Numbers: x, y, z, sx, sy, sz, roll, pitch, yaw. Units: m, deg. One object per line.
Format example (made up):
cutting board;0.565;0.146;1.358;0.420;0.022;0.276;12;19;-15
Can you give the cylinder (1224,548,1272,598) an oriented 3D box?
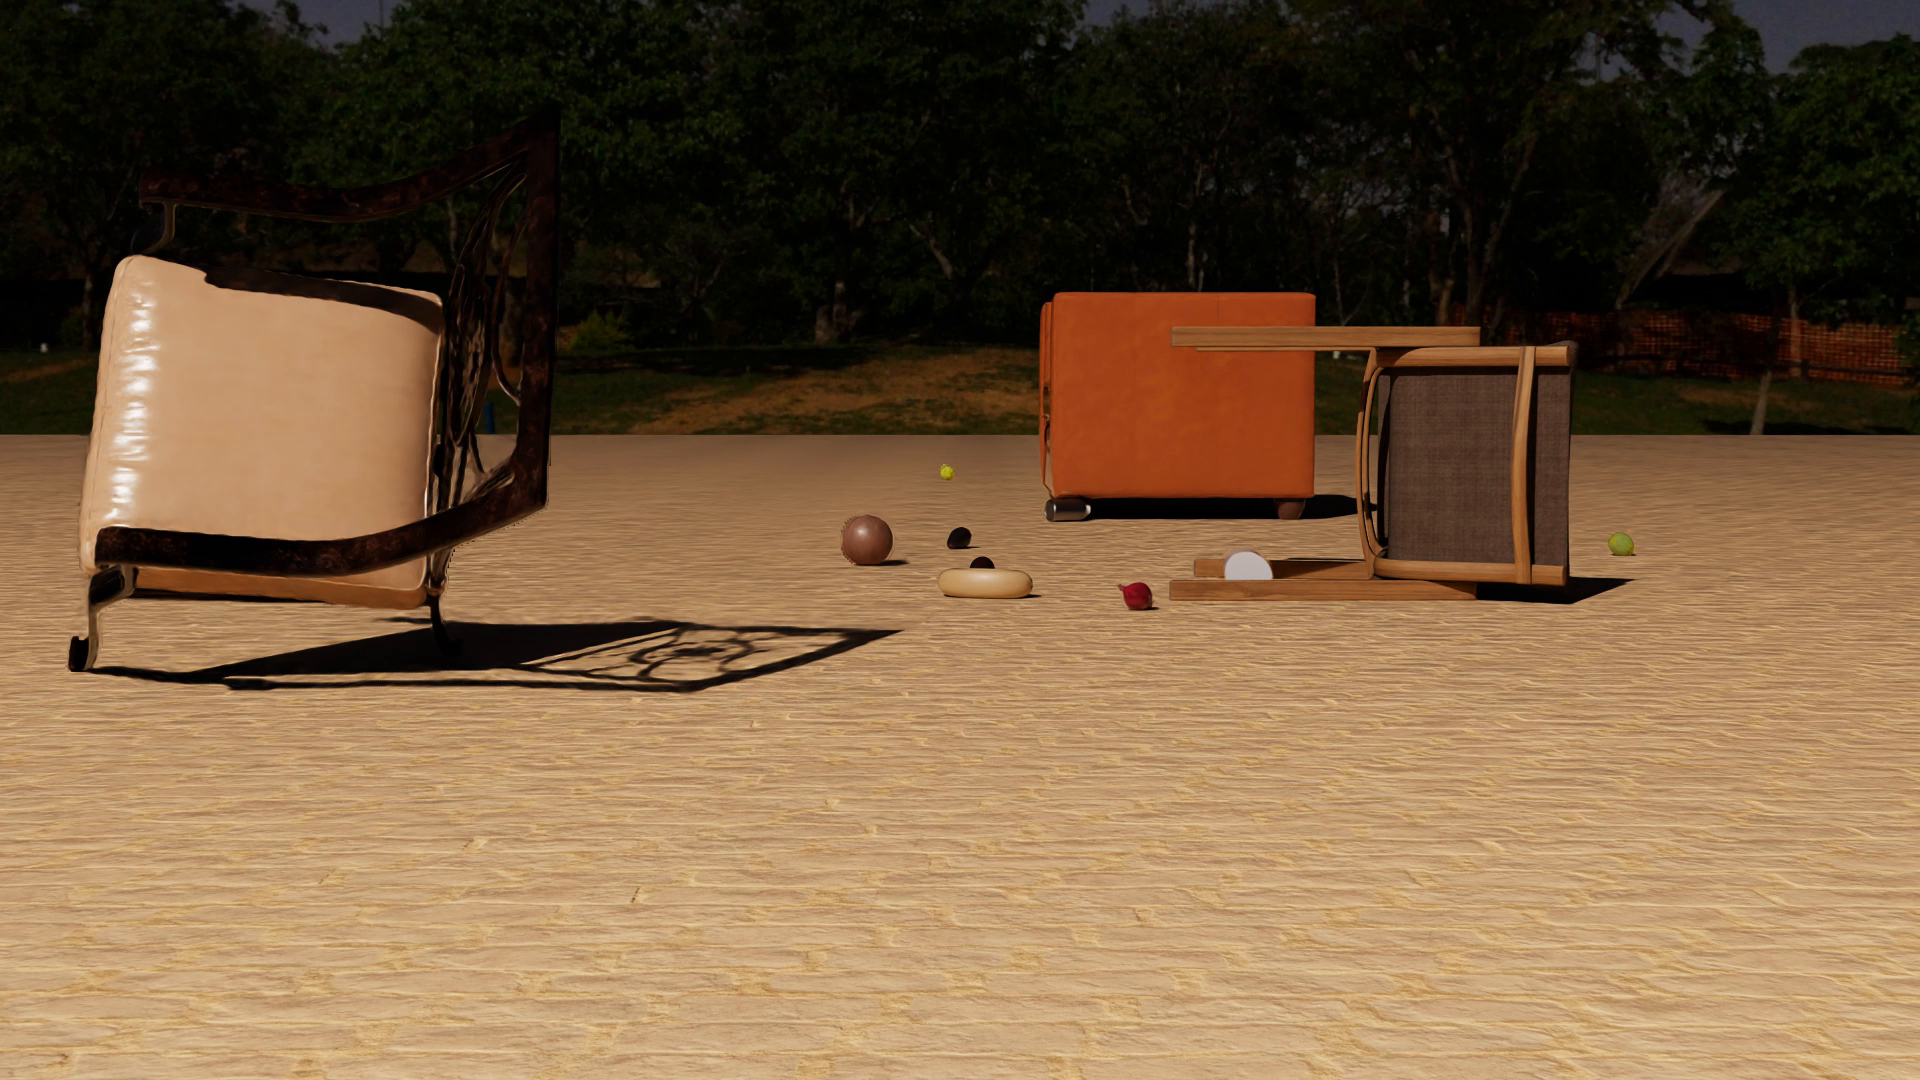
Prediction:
cylinder;0.626;0.071;4.788;0.107;0.093;0.098;39;6;1

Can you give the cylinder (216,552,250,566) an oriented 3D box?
cylinder;-1.856;0.048;5.614;0.081;0.032;0.045;-2;7;-22

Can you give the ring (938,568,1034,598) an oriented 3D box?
ring;0.054;0.094;4.749;0.213;0.061;0.101;2;2;16
